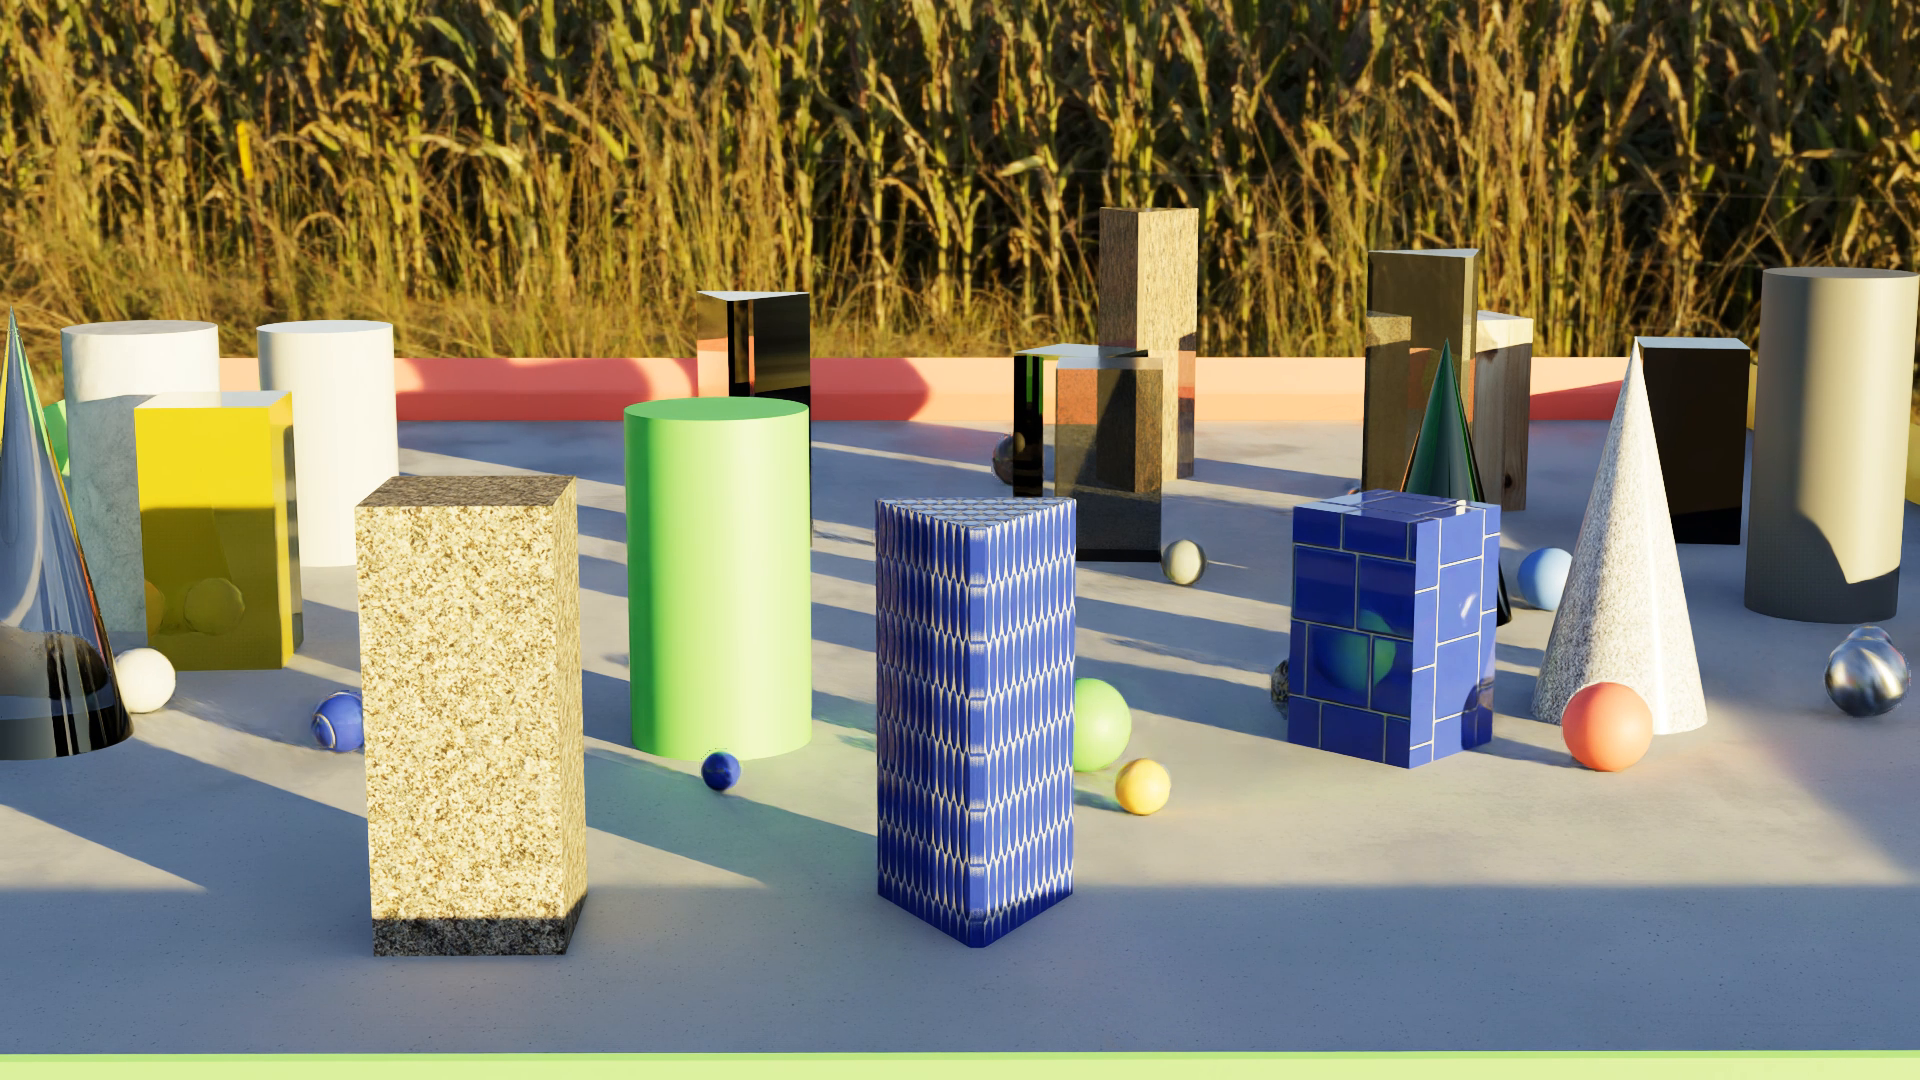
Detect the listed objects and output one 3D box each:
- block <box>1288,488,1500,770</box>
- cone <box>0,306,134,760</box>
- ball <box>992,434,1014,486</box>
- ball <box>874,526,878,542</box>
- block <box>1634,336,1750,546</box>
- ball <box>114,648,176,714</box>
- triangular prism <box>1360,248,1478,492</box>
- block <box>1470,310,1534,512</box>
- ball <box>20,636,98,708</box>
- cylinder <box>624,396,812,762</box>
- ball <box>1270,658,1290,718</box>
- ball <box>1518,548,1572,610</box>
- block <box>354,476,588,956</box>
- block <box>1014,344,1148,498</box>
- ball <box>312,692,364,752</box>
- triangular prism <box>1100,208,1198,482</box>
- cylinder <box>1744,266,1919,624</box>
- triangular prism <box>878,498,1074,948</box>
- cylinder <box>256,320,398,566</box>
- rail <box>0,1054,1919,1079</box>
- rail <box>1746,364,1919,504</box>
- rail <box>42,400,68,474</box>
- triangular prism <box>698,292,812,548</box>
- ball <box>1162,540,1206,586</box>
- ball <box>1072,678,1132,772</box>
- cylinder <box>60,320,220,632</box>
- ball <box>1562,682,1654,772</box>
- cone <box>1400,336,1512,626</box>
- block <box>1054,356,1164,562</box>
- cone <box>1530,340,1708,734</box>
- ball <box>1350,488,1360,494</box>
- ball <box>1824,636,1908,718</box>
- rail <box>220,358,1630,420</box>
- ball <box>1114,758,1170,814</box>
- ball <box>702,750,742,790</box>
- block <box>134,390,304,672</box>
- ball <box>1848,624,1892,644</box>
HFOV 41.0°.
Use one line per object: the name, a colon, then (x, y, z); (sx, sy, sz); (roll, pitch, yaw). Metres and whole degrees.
block: (0.469, 0.092, 2.773); (0.158, 0.261, 0.158); (10, 14, 43)
cone: (-1.010, -0.018, 2.775); (0.197, 0.476, 0.197); (0, 10, 0)
ball: (0.101, -0.140, 4.491); (0.090, 0.090, 0.090); (0, 10, 0)
ball: (-0.109, -0.010, 3.918); (0.044, 0.044, 0.044); (0, 10, 0)
block: (1.133, -0.157, 4.004); (0.158, 0.302, 0.158); (2, 11, 9)
ball: (-0.931, 0.159, 2.918); (0.075, 0.075, 0.075); (0, 10, 0)
triangular prism: (0.691, -0.180, 3.675); (0.171, 0.466, 0.148); (10, 15, 44)
block: (0.837, -0.215, 4.272); (0.158, 0.317, 0.158); (-3, 11, -18)
ball: (-1.033, 0.151, 2.940); (0.084, 0.084, 0.084); (0, 10, 0)
cylinder: (-0.261, 0.038, 2.782); (0.197, 0.364, 0.197); (0, 10, 0)
ball: (0.386, 0.166, 2.873); (0.078, 0.078, 0.078); (0, 10, 0)
ball: (0.797, 0.053, 3.465); (0.086, 0.086, 0.086); (0, 10, 0)
block: (-0.408, 0.144, 2.168); (0.158, 0.377, 0.158); (0, 10, -1)
block: (0.194, -0.166, 4.118); (0.158, 0.277, 0.158); (7, 12, 31)
ball: (-0.662, 0.196, 2.750); (0.065, 0.065, 0.065); (0, 10, 0)
triangular prism: (0.307, -0.347, 4.547); (0.148, 0.477, 0.171); (8, 13, 38)
cylinder: (1.167, -0.131, 3.442); (0.197, 0.455, 0.197); (0, 10, 0)
triangular prism: (0.035, 0.146, 2.220); (0.148, 0.356, 0.171); (-6, 12, -30)
cylinder: (-0.942, -0.148, 3.839); (0.197, 0.344, 0.197); (0, 10, 0)
rail: (0.011, 0.374, 1.605); (3.232, 0.128, 0.045); (0, 10, 0)
rail: (1.592, 0.031, 3.458); (0.045, 0.128, 3.797); (0, 10, 0)
rail: (-1.592, 0.035, 3.440); (0.045, 0.128, 3.797); (0, 10, 0)
triangular prism: (-0.338, -0.176, 3.865); (0.148, 0.389, 0.171); (8, 13, 38)
ball: (0.317, 0.032, 3.635); (0.064, 0.064, 0.064); (0, 10, 0)
ball: (0.129, 0.192, 2.674); (0.099, 0.099, 0.099); (0, 10, 0)
cylinder: (-1.077, -0.089, 3.402); (0.197, 0.387, 0.197); (0, 10, 0)
ball: (0.676, 0.195, 2.678); (0.093, 0.093, 0.093); (0, 10, 0)
cone: (0.641, -0.084, 3.407); (0.197, 0.375, 0.197); (0, 10, 0)
block: (0.225, -0.123, 3.862); (0.158, 0.287, 0.158); (1, 11, 4)
cone: (0.749, -0.015, 2.882); (0.197, 0.430, 0.197); (0, 10, 0)
ball: (0.650, -0.056, 4.121); (0.061, 0.061, 0.061); (0, 10, 0)
ball: (1.024, 0.155, 2.899); (0.091, 0.091, 0.091); (0, 10, 0)
rail: (-0.011, -0.308, 5.292); (3.232, 0.128, 0.045); (0, 10, 0)
ball: (0.179, 0.243, 2.524); (0.055, 0.055, 0.055); (0, 10, 0)
ball: (-0.243, 0.234, 2.608); (0.041, 0.041, 0.041); (0, 10, 0)
block: (-0.913, -0.014, 3.174); (0.158, 0.323, 0.158); (-1, 11, -5)
ball: (1.109, 0.131, 3.130); (0.054, 0.054, 0.054); (0, 10, 0)
